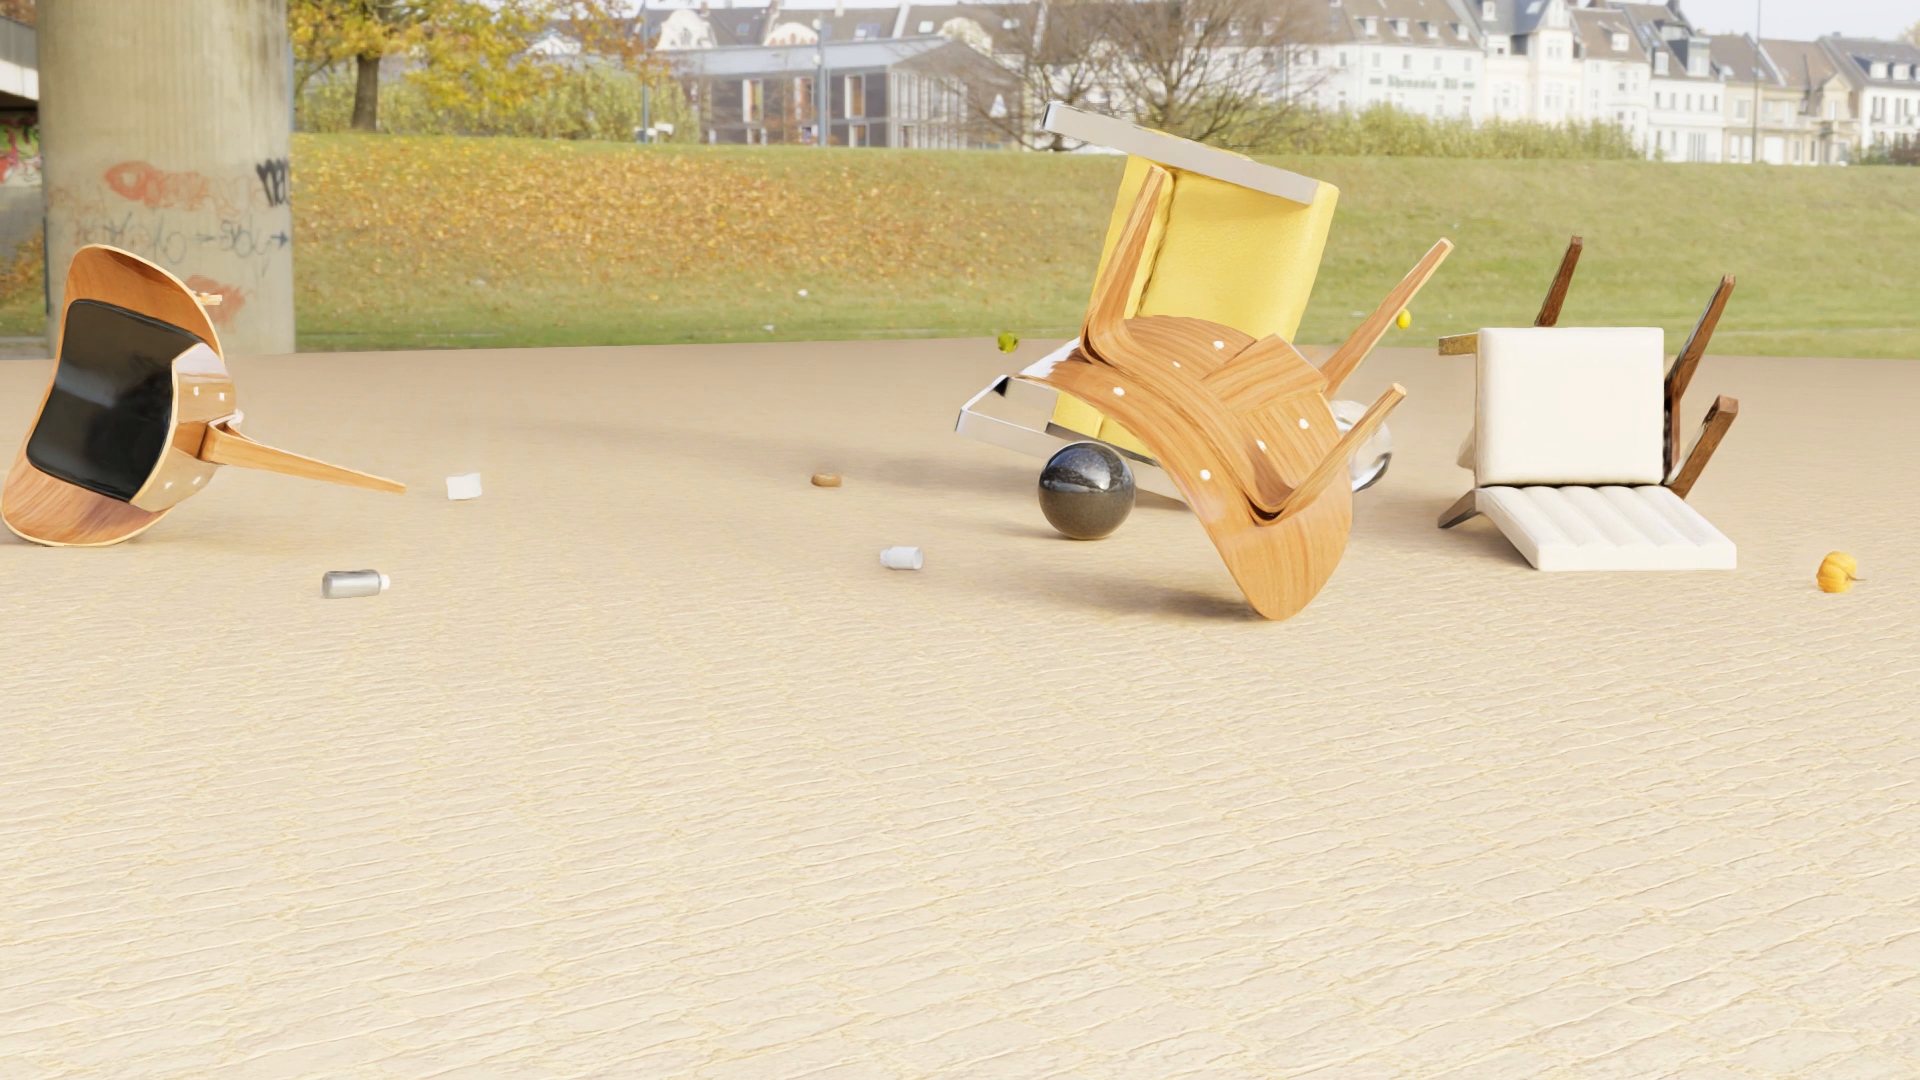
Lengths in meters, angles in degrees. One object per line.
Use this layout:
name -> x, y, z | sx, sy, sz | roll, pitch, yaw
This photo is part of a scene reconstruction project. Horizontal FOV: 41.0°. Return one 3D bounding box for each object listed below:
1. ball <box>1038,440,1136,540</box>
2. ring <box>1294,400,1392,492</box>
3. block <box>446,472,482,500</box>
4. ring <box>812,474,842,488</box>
ball -> 0.316, -0.124, 6.404 | 0.248, 0.248, 0.248 | 0, 6, 0
ring -> 1.170, -0.285, 7.831 | 0.314, 0.280, 0.145 | 21, -3, -15
block -> -1.464, -0.159, 7.578 | 0.075, 0.066, 0.084 | -6, 7, 7
ring -> -0.418, -0.185, 8.036 | 0.101, 0.036, 0.053 | -2, 6, -19
